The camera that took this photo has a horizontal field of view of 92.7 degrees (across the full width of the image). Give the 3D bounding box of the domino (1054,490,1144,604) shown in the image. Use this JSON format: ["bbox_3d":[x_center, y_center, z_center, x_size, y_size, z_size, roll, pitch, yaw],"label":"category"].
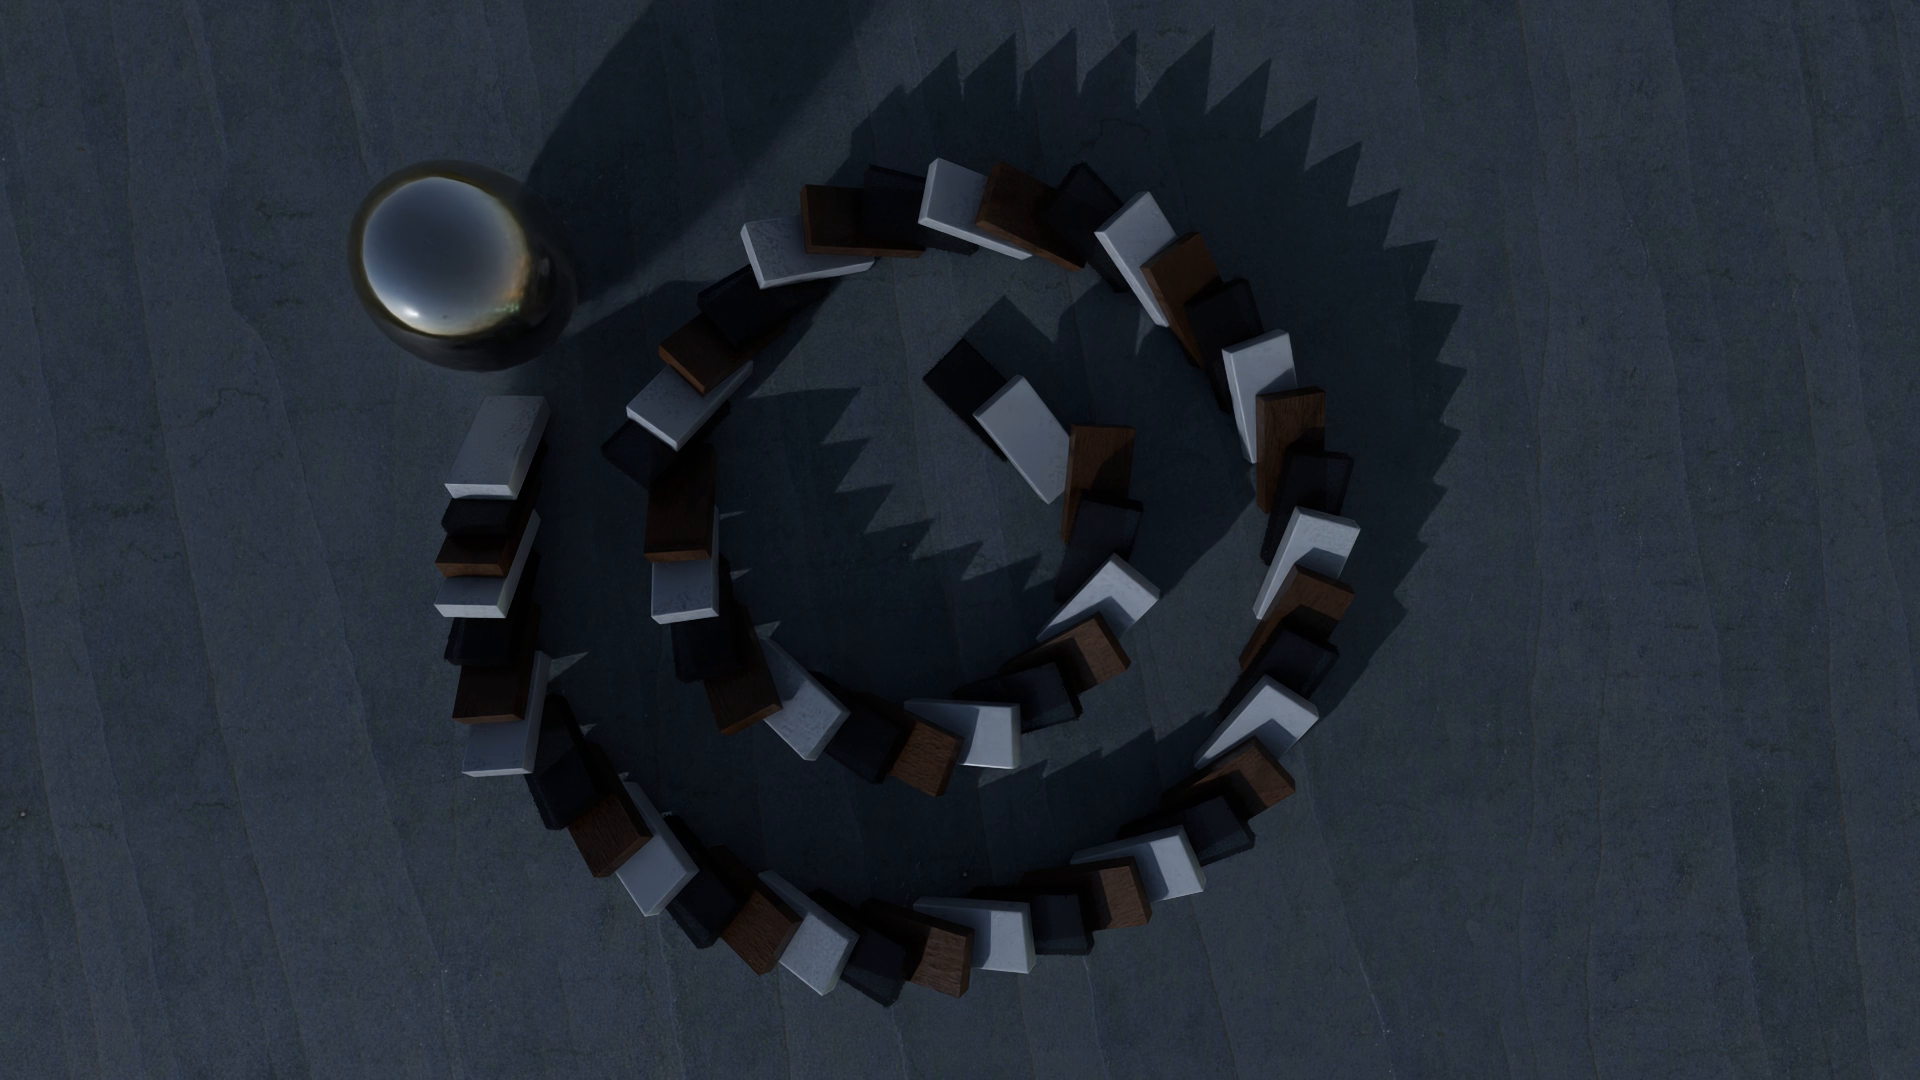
[{"bbox_3d":[0.057,0.005,0.383,0.025,0.009,0.050,12,120,0],"label":"domino"}]

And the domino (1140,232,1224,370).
[{"bbox_3d":[0.099,-0.100,0.385,0.025,0.010,0.050,-36,114,0],"label":"domino"}]

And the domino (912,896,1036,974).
[{"bbox_3d":[0.006,0.165,0.386,0.050,0.009,0.025,-6,90,24],"label":"domino"}]

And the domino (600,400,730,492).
[{"bbox_3d":[-0.123,-0.047,0.385,0.025,0.009,0.050,37,65,0],"label":"domino"}]

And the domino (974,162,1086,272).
[{"bbox_3d":[0.033,-0.135,0.385,0.050,0.009,0.025,18,90,-25],"label":"domino"}]

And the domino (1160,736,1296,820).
[{"bbox_3d":[0.112,0.106,0.385,0.050,0.010,0.025,-42,90,25],"label":"domino"}]

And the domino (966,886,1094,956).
[{"bbox_3d":[0.029,0.160,0.386,0.050,0.009,0.025,-11,90,24],"label":"domino"}]

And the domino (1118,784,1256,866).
[{"bbox_3d":[0.095,0.125,0.385,0.050,0.010,0.025,-31,90,24],"label":"domino"}]

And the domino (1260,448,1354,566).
[{"bbox_3d":[0.145,-0.013,0.385,0.025,0.010,0.050,5,115,0],"label":"domino"}]

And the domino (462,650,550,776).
[{"bbox_3d":[-0.190,0.072,0.384,0.025,0.010,0.050,-4,64,2],"label":"domino"}]

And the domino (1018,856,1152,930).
[{"bbox_3d":[0.052,0.150,0.386,0.050,0.009,0.025,-18,90,24],"label":"domino"}]

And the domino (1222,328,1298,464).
[{"bbox_3d":[0.128,-0.060,0.385,0.025,0.009,0.050,-20,114,0],"label":"domino"}]

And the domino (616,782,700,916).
[{"bbox_3d":[-0.134,0.129,0.386,0.025,0.009,0.050,-47,66,0],"label":"domino"}]

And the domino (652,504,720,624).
[{"bbox_3d":[-0.115,0.009,0.385,0.025,0.009,0.050,-8,65,1],"label":"domino"}]

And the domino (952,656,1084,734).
[{"bbox_3d":[0.024,0.068,0.385,0.050,0.010,0.025,-21,90,26],"label":"domino"}]

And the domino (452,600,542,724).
[{"bbox_3d":[-0.194,0.051,0.385,0.025,0.009,0.050,-4,64,1],"label":"domino"}]

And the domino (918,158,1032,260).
[{"bbox_3d":[0.009,-0.138,0.385,0.050,0.009,0.025,11,90,-24],"label":"domino"}]

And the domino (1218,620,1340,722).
[{"bbox_3d":[0.133,0.060,0.386,0.025,0.010,0.050,26,114,0],"label":"domino"}]

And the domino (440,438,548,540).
[{"bbox_3d":[-0.193,-0.023,0.381,0.025,0.010,0.050,1,53,0],"label":"domino"}]

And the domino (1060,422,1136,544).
[{"bbox_3d":[0.058,-0.023,0.387,0.025,0.009,0.050,2,106,-7],"label":"domino"}]

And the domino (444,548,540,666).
[{"bbox_3d":[-0.196,0.027,0.385,0.025,0.009,0.050,0,64,0],"label":"domino"}]

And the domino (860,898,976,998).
[{"bbox_3d":[-0.020,0.171,0.385,0.050,0.009,0.025,7,90,25],"label":"domino"}]

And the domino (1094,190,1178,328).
[{"bbox_3d":[0.081,-0.117,0.385,0.025,0.009,0.050,-42,115,0],"label":"domino"}]

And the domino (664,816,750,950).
[{"bbox_3d":[-0.114,0.143,0.386,0.050,0.009,0.025,39,90,24],"label":"domino"}]

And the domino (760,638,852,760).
[{"bbox_3d":[-0.072,0.066,0.386,0.050,0.010,0.025,37,90,24],"label":"domino"}]

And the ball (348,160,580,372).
[{"bbox_3d":[-0.193,-0.106,0.360,0.080,0.080,0.080,0,90,0],"label":"ball"}]

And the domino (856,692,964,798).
[{"bbox_3d":[-0.025,0.085,0.385,0.050,0.009,0.025,20,91,25],"label":"domino"}]

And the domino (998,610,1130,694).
[{"bbox_3d":[0.043,0.053,0.385,0.050,0.009,0.025,-32,90,26],"label":"domino"}]

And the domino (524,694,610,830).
[{"bbox_3d":[-0.170,0.093,0.386,0.025,0.010,0.050,-36,67,0],"label":"domino"}]

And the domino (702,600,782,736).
[{"bbox_3d":[-0.095,0.053,0.384,0.025,0.010,0.050,-28,64,2],"label":"domino"}]

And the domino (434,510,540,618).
[{"bbox_3d":[-0.196,0.008,0.381,0.025,0.009,0.050,1,54,0],"label":"domino"}]

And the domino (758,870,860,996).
[{"bbox_3d":[-0.069,0.164,0.385,0.050,0.010,0.025,26,90,24],"label":"domino"}]

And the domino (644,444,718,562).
[{"bbox_3d":[-0.117,-0.016,0.385,0.025,0.010,0.050,-4,65,0],"label":"domino"}]

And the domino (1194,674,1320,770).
[{"bbox_3d":[0.124,0.083,0.385,0.025,0.010,0.050,33,114,0],"label":"domino"}]

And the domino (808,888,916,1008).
[{"bbox_3d":[-0.045,0.171,0.385,0.050,0.009,0.025,19,90,24],"label":"domino"}]

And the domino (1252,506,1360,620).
[{"bbox_3d":[0.145,0.013,0.385,0.025,0.009,0.050,14,114,0],"label":"domino"}]

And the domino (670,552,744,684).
[{"bbox_3d":[-0.108,0.032,0.385,0.025,0.010,0.050,-16,65,2],"label":"domino"}]

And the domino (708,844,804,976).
[{"bbox_3d":[-0.092,0.155,0.386,0.050,0.010,0.025,32,90,24],"label":"domino"}]

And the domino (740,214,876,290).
[{"bbox_3d":[-0.063,-0.123,0.385,0.050,0.010,0.025,-19,90,-26],"label":"domino"}]

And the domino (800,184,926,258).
[{"bbox_3d":[-0.041,-0.133,0.385,0.050,0.009,0.025,-6,90,-25],"label":"domino"}]

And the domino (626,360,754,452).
[{"bbox_3d":[-0.112,-0.063,0.384,0.025,0.009,0.050,36,65,0],"label":"domino"}]

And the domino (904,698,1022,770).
[{"bbox_3d":[0.001,0.081,0.385,0.050,0.009,0.025,-2,90,26],"label":"domino"}]

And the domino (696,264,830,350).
[{"bbox_3d":[-0.082,-0.103,0.385,0.050,0.009,0.025,-40,90,-25],"label":"domino"}]

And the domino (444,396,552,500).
[{"bbox_3d":[-0.191,-0.039,0.381,0.025,0.009,0.050,1,53,0],"label":"domino"}]

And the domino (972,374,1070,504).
[{"bbox_3d":[0.031,-0.042,0.386,0.025,0.010,0.050,-42,113,0],"label":"domino"}]

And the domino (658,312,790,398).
[{"bbox_3d":[-0.098,-0.085,0.385,0.025,0.009,0.050,43,65,0],"label":"domino"}]

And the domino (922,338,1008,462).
[{"bbox_3d":[0.010,-0.060,0.395,0.050,0.010,0.025,45,90,0],"label":"domino"}]

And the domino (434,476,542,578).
[{"bbox_3d":[-0.195,-0.008,0.381,0.025,0.009,0.050,1,53,0],"label":"domino"}]

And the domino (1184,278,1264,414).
[{"bbox_3d":[0.115,-0.081,0.385,0.025,0.009,0.050,-27,114,0],"label":"domino"}]

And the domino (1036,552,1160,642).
[{"bbox_3d":[0.057,0.031,0.384,0.025,0.010,0.050,39,117,-1],"label":"domino"}]

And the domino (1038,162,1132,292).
[{"bbox_3d":[0.060,-0.130,0.385,0.050,0.009,0.025,37,90,-25],"label":"domino"}]

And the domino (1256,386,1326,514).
[{"bbox_3d":[0.139,-0.038,0.385,0.025,0.010,0.050,-9,115,0],"label":"domino"}]

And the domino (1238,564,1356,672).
[{"bbox_3d":[0.141,0.037,0.385,0.025,0.009,0.050,21,114,0],"label":"domino"}]

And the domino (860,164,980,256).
[{"bbox_3d":[-0.016,-0.138,0.385,0.050,0.010,0.025,4,90,-25],"label":"domino"}]

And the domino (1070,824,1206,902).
[{"bbox_3d":[0.074,0.139,0.385,0.050,0.010,0.025,-24,90,24],"label":"domino"}]

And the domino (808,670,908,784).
[{"bbox_3d":[-0.049,0.078,0.385,0.050,0.009,0.025,27,91,25],"label":"domino"}]

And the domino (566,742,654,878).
[{"bbox_3d":[-0.153,0.113,0.386,0.025,0.009,0.050,-42,66,0],"label":"domino"}]
